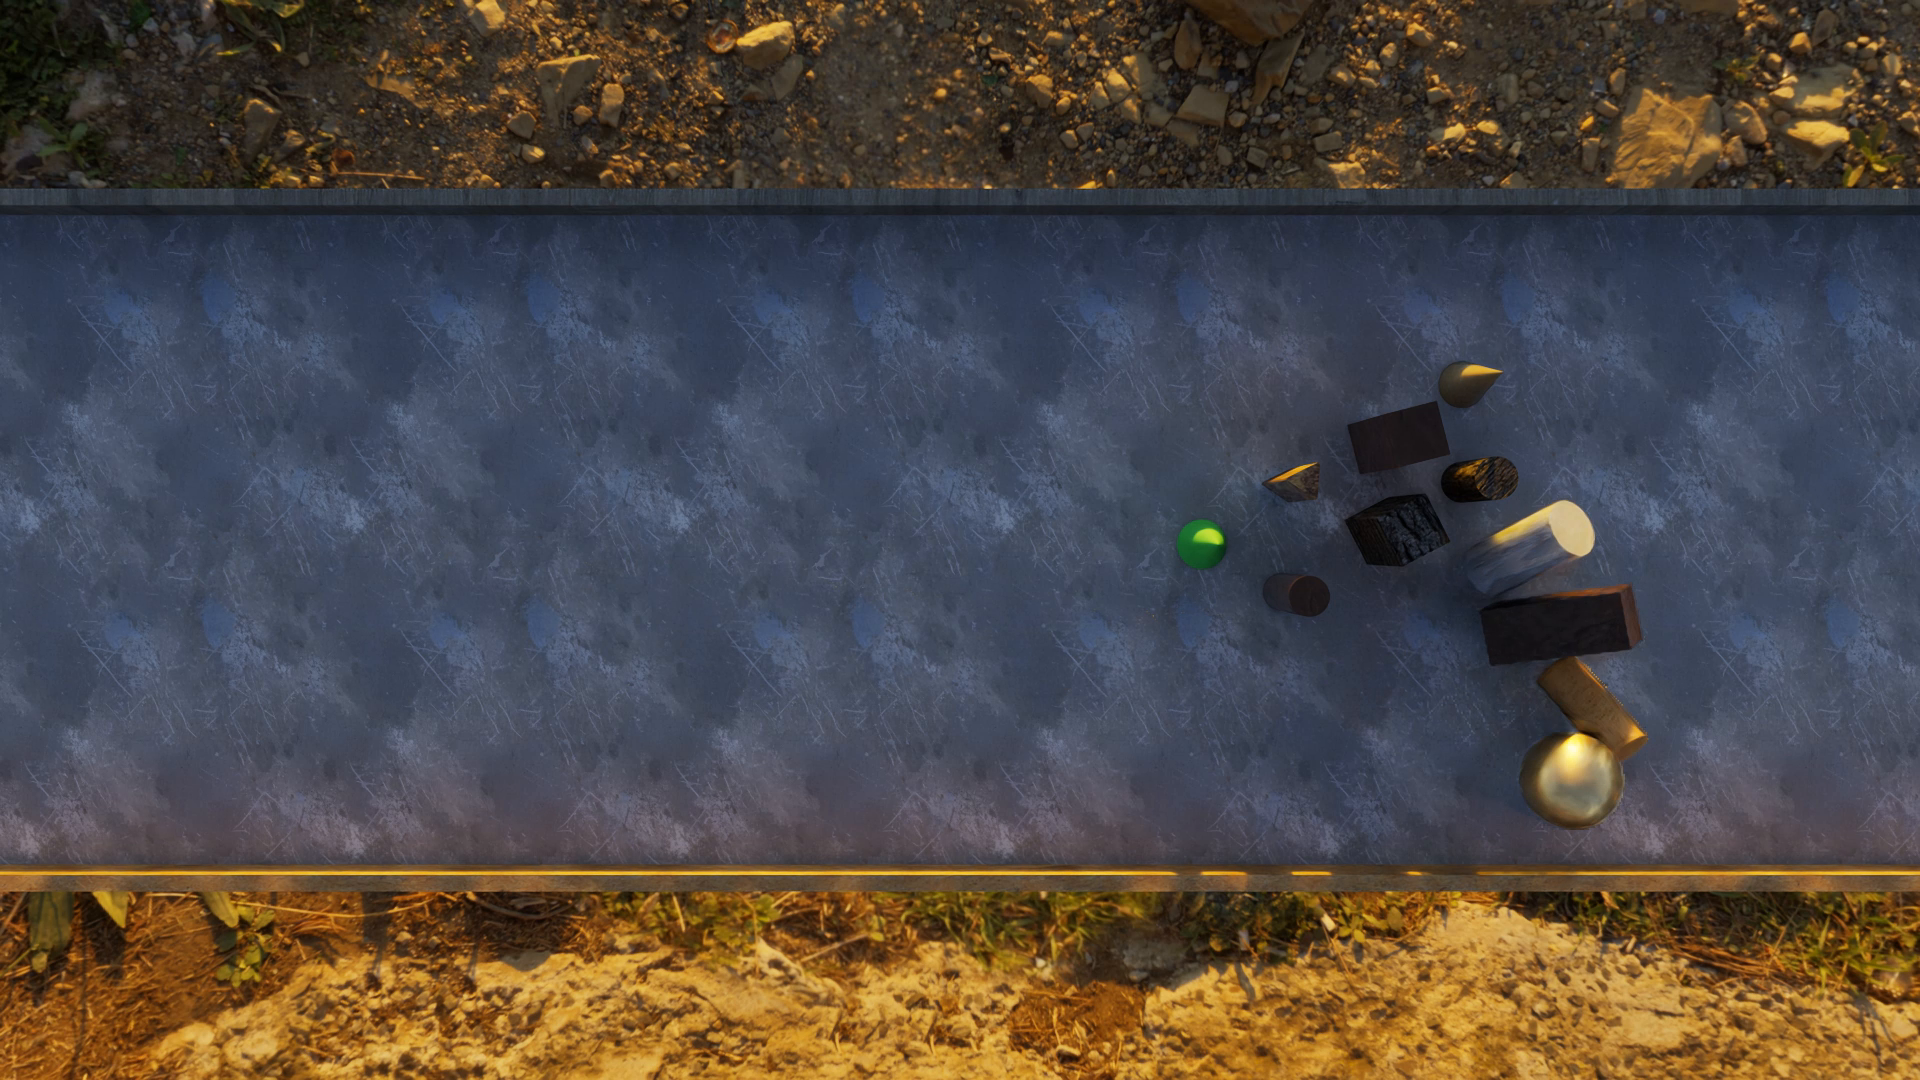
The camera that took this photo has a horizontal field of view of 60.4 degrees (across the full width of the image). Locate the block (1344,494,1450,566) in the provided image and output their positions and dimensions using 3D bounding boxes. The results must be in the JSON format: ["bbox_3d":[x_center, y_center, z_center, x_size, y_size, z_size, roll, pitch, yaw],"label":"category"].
[{"bbox_3d":[1.286,-0.028,4.874,0.154,0.405,0.154,-27,90,0],"label":"block"}]

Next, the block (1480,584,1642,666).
[{"bbox_3d":[1.781,0.252,4.893,0.403,0.168,0.168,-11,92,34],"label":"block"}]

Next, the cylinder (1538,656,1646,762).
[{"bbox_3d":[1.888,0.507,4.934,0.137,0.137,0.318,-33,58,0],"label":"cylinder"}]

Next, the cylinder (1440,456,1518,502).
[{"bbox_3d":[1.543,-0.178,4.909,0.126,0.334,0.126,0,90,0],"label":"cylinder"}]

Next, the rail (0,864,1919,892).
[{"bbox_3d":[-2.247,1.025,5.001,12.000,0.150,0.050,0,90,0],"label":"rail"}]

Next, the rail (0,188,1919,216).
[{"bbox_3d":[-2.247,-1.025,5.002,12.000,0.150,0.050,0,90,0],"label":"rail"}]

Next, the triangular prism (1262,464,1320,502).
[{"bbox_3d":[0.996,-0.182,4.882,0.103,0.389,0.090,34,90,0],"label":"triangular prism"}]

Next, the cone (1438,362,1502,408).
[{"bbox_3d":[1.545,-0.478,4.883,0.145,0.388,0.145,0,90,0],"label":"cone"}]

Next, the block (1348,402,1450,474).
[{"bbox_3d":[1.287,-0.298,4.861,0.156,0.431,0.156,-14,90,0],"label":"block"}]

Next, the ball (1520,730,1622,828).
[{"bbox_3d":[1.773,0.696,4.790,0.282,0.282,0.282,0,90,0],"label":"ball"}]

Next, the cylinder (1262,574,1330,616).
[{"bbox_3d":[0.990,0.160,4.874,0.116,0.405,0.116,0,90,0],"label":"cylinder"}]

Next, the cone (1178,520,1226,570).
[{"bbox_3d":[0.745,0.013,4.914,0.154,0.325,0.154,0,90,0],"label":"cone"}]

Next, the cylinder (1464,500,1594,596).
[{"bbox_3d":[1.683,0.029,4.886,0.170,0.347,0.170,11,64,-24],"label":"cylinder"}]
